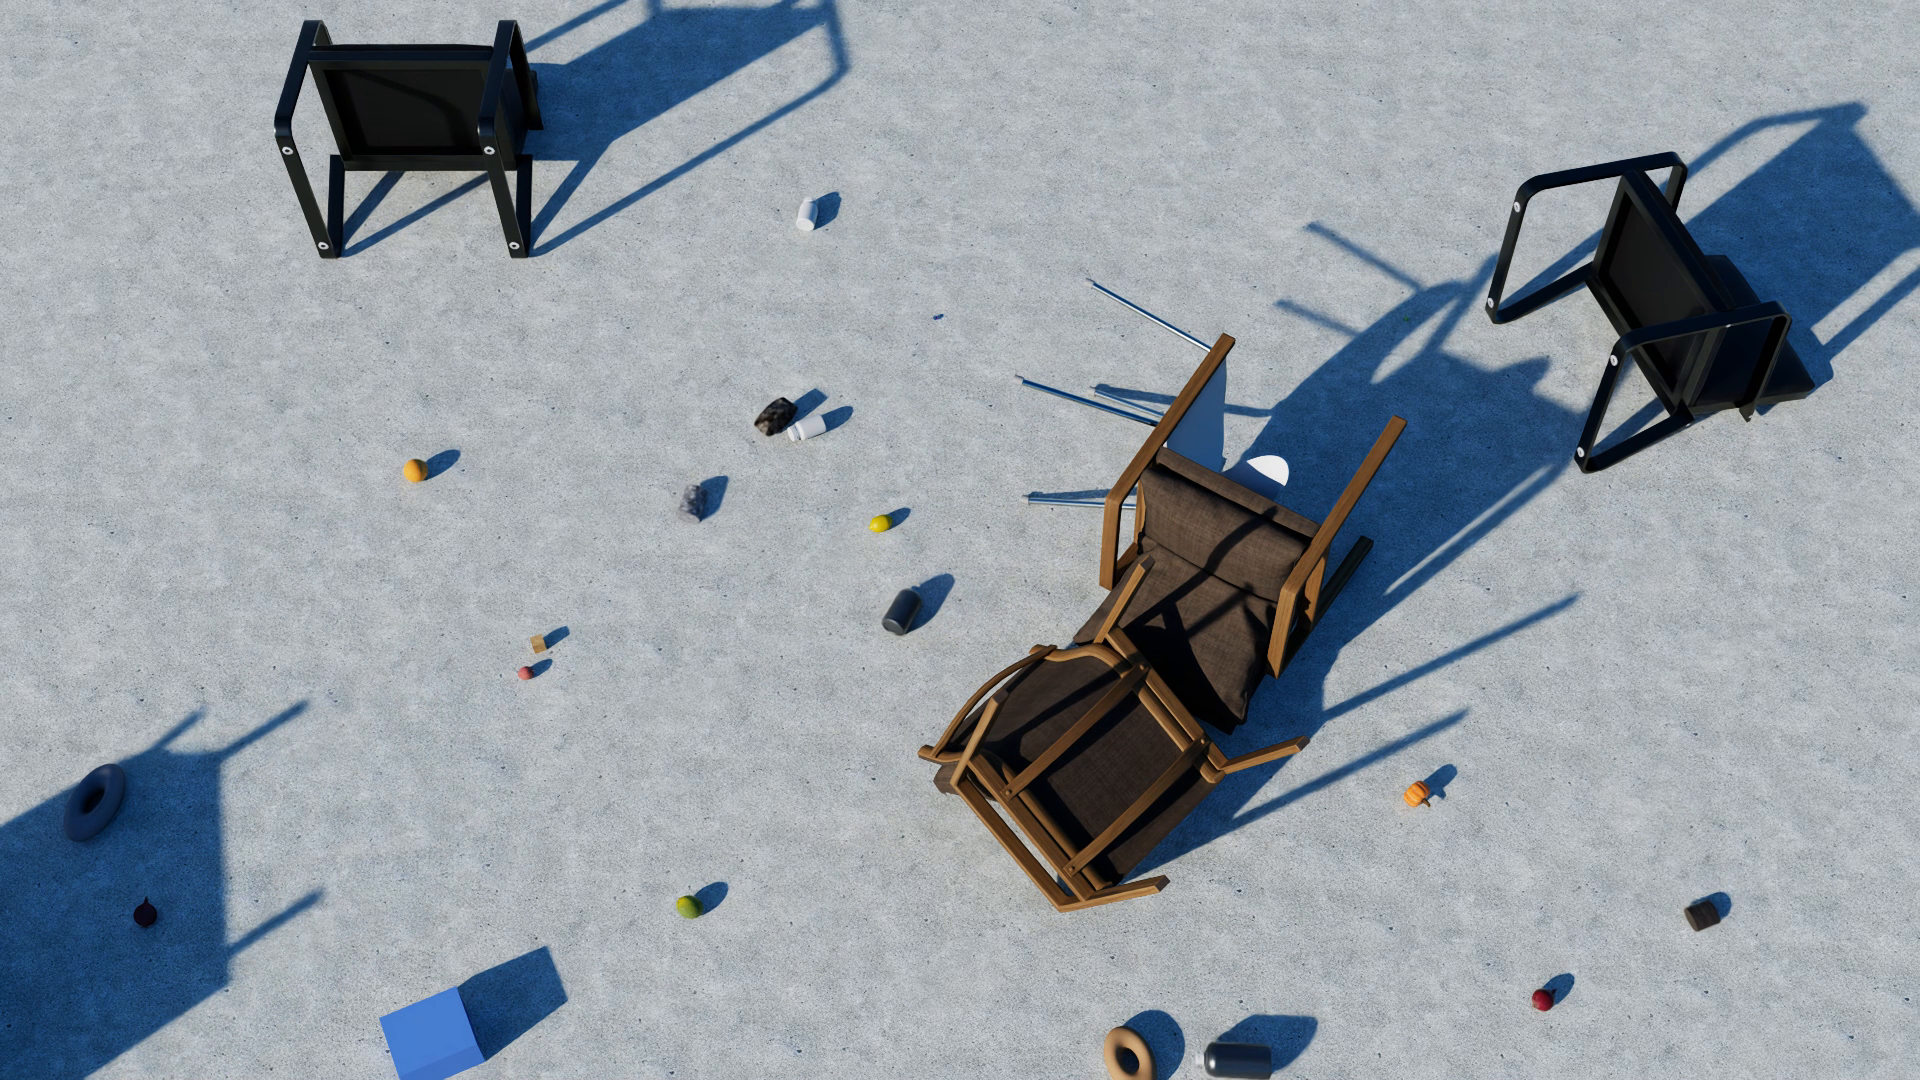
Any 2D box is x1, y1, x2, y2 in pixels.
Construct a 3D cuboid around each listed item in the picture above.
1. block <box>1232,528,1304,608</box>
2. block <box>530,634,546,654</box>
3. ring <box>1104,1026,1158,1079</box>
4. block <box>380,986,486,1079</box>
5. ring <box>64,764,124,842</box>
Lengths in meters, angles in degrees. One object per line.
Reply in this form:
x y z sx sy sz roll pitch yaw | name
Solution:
0.904 0.081 6.469 0.117 0.084 0.201 -23 59 -14 | block
-1.218 0.300 6.349 0.035 0.040 0.033 -19 58 -12 | block
0.437 1.336 5.642 0.125 0.060 0.191 -18 57 -10 | ring
-1.353 1.282 5.639 0.205 0.123 0.173 -21 59 -14 | block
-2.378 0.721 6.044 0.125 0.078 0.241 15 57 7 | ring
